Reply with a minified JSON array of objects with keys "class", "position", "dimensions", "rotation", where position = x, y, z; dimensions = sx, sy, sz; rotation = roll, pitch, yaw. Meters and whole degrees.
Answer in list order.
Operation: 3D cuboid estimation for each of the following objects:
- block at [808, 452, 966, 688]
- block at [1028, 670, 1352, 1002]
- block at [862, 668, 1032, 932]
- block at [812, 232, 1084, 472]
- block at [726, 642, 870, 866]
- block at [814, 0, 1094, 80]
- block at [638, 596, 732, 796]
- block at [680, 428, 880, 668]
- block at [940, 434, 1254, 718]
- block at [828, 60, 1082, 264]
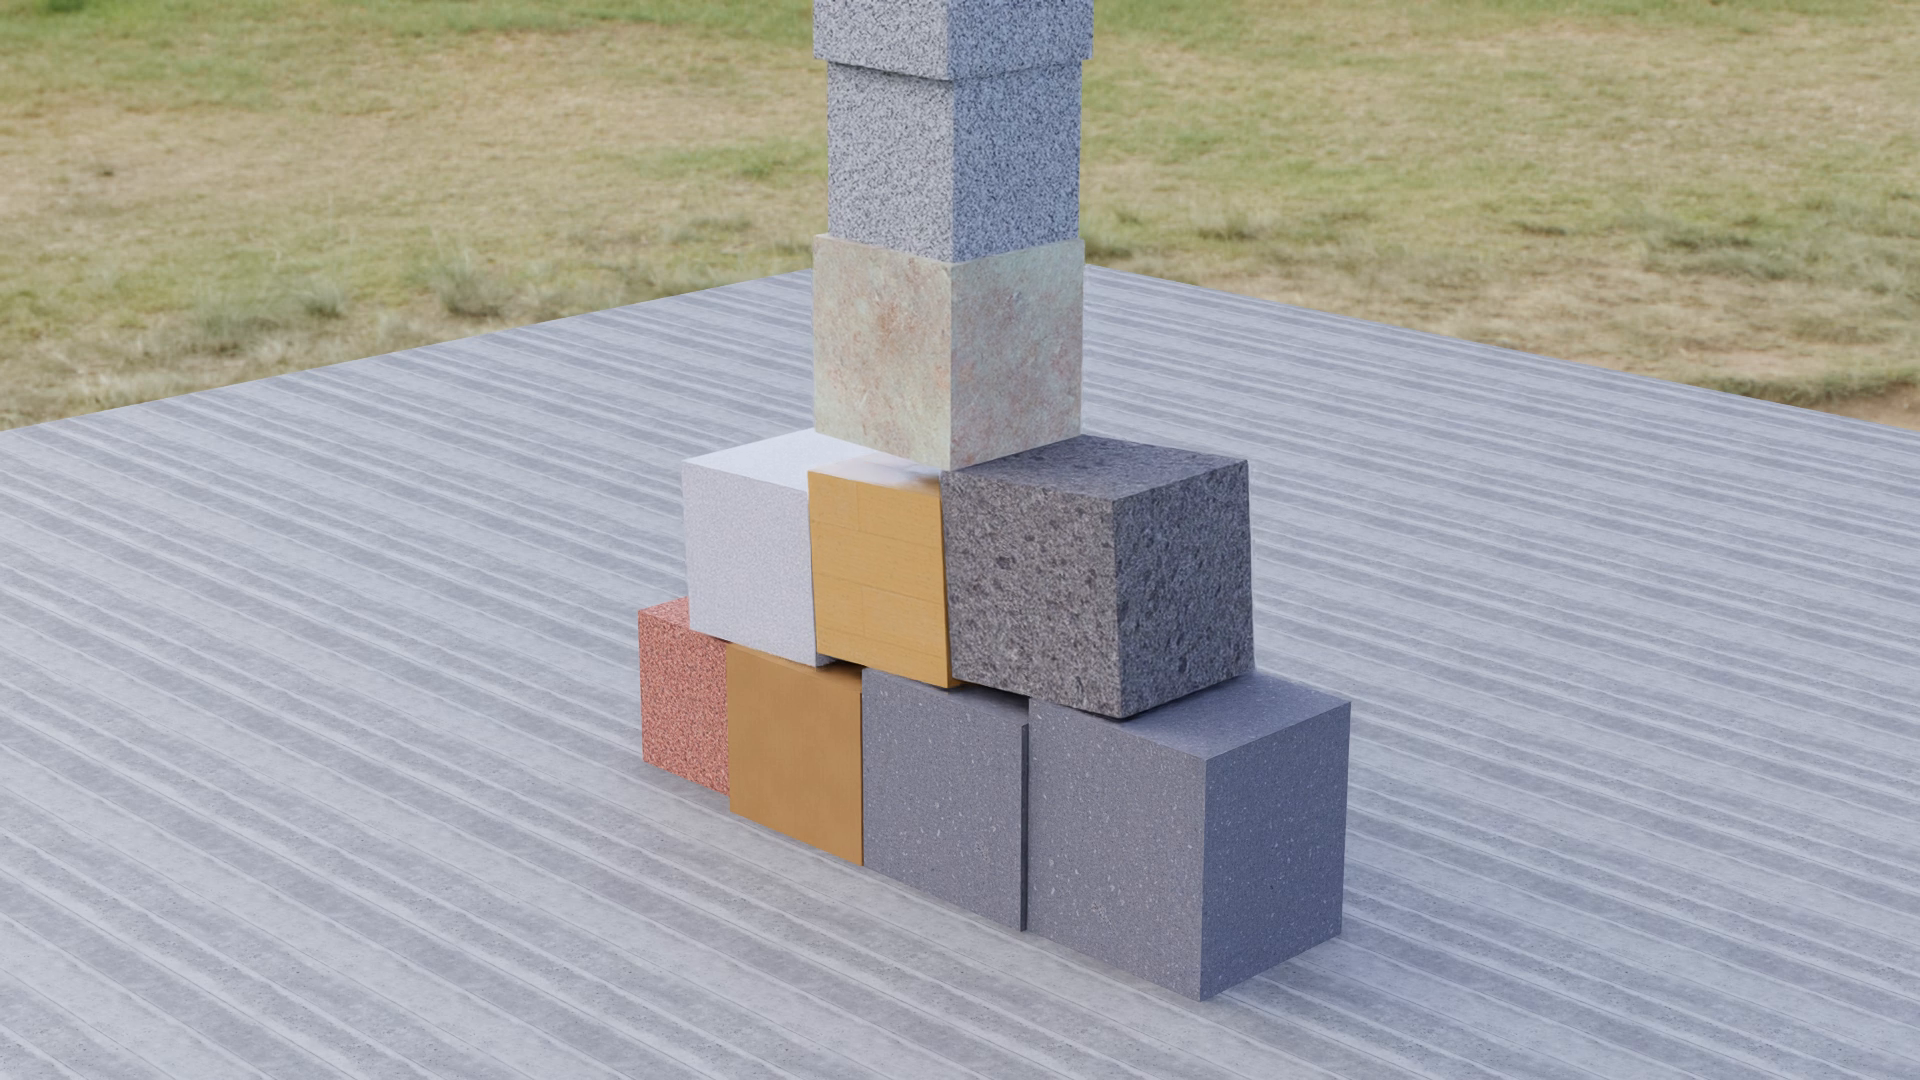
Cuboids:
[{"class":"block","position":[-0.059,0.076,13.418],"dimensions":[0.890,0.866,0.856],"rotation":[-17,21,-42]},{"class":"block","position":[0.983,1.203,12.706],"dimensions":[0.952,1.086,0.995],"rotation":[-17,24,-42]},{"class":"block","position":[0.259,1.049,13.392],"dimensions":[0.985,0.968,1.001],"rotation":[-17,24,-42]},{"class":"block","position":[-0.054,-0.909,13.097],"dimensions":[0.869,0.903,0.831],"rotation":[17,24,42]},{"class":"block","position":[-0.437,0.900,14.061],"dimensions":[0.978,0.852,0.929],"rotation":[-17,24,-42]},{"class":"block","position":[-0.026,-2.458,12.611],"dimensions":[0.820,0.771,0.894],"rotation":[18,25,42]},{"class":"block","position":[-1.047,0.736,14.666],"dimensions":[0.767,0.802,0.798],"rotation":[-17,24,-42]},{"class":"block","position":[-0.679,0.010,14.052],"dimensions":[0.901,0.840,0.901],"rotation":[-17,22,-42]},{"class":"block","position":[0.601,0.131,12.748],"dimensions":[0.867,0.936,1.004],"rotation":[-17,20,-42]},{"class":"block","position":[-0.026,-1.719,12.857],"dimensions":[0.778,0.786,0.789],"rotation":[18,25,42]}]
